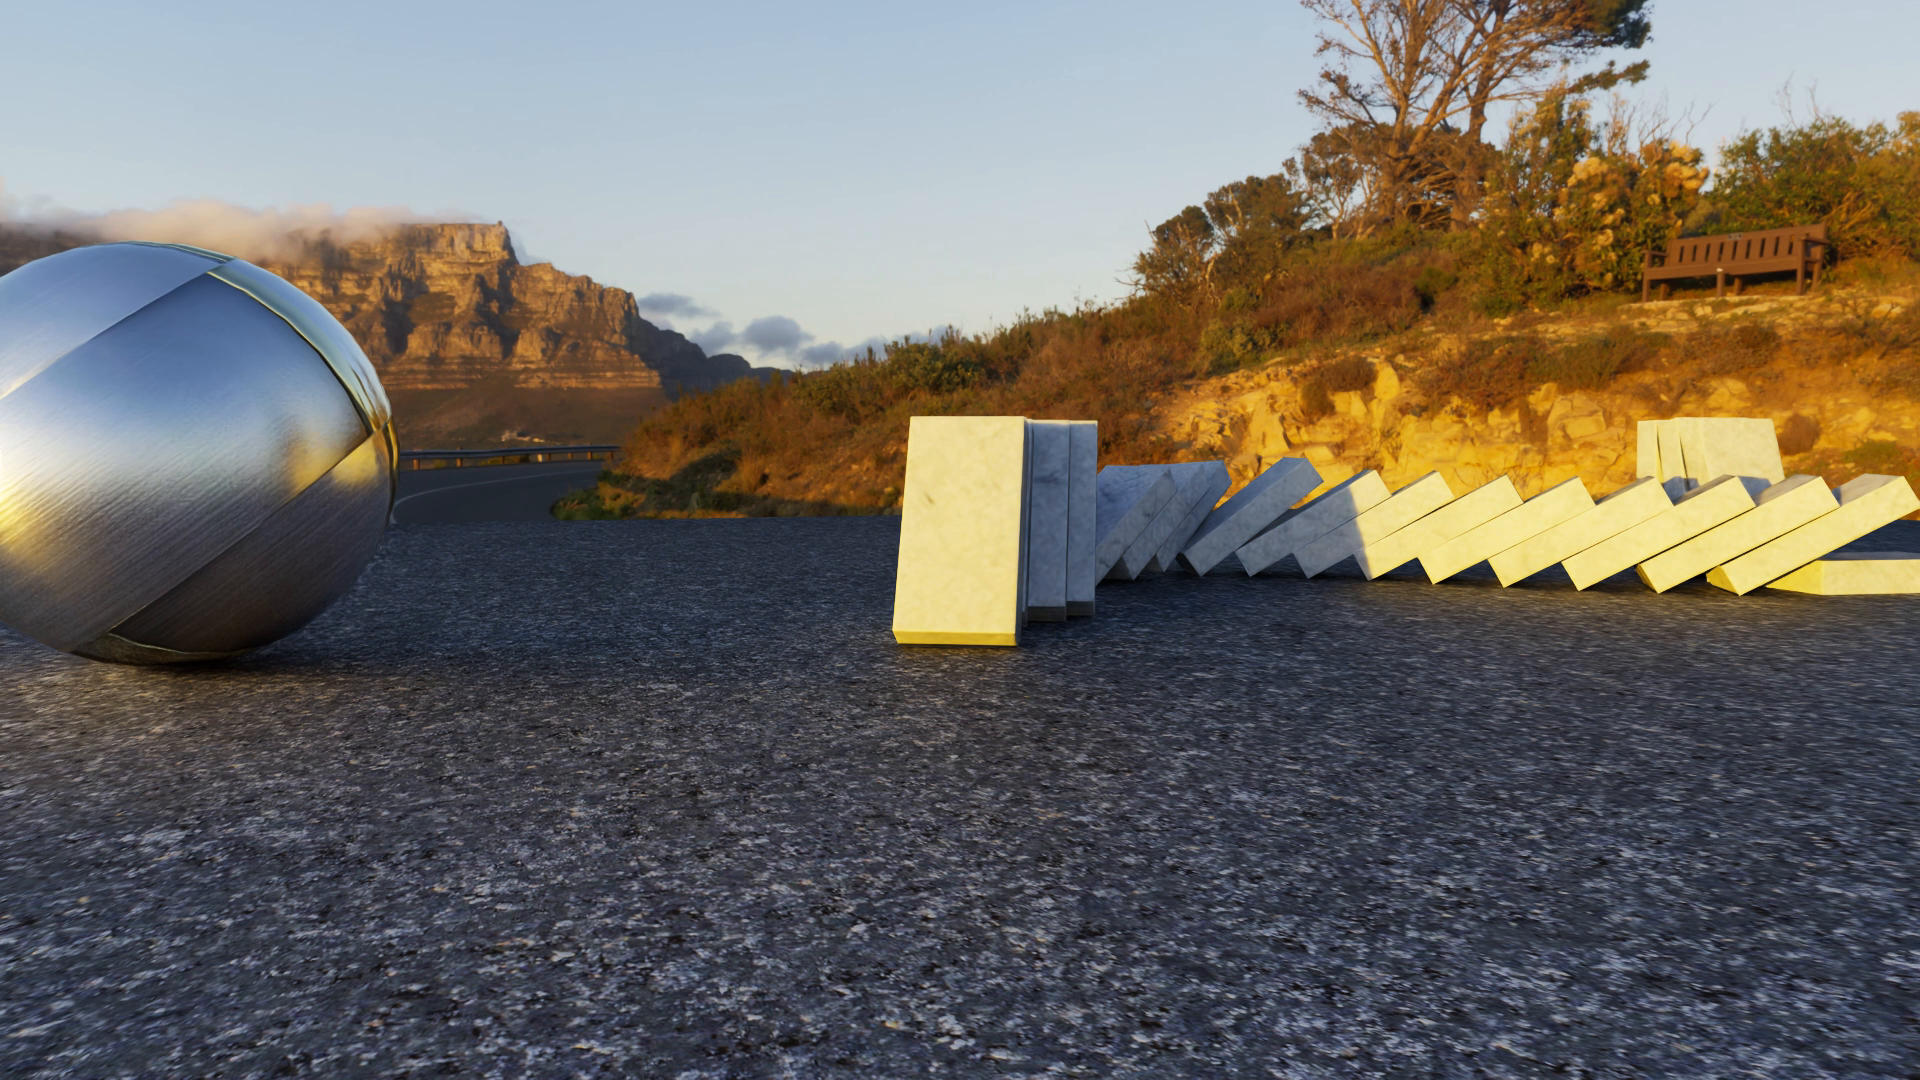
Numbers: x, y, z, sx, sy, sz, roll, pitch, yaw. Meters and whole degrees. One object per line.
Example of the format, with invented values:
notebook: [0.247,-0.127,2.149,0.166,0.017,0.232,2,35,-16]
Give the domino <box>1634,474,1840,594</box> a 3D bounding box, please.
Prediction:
domino: [0.221,-0.002,0.369,0.050,0.009,0.025,-31,-6,19]

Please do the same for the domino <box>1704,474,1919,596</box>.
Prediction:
domino: [0.240,-0.002,0.366,0.050,0.009,0.025,-31,-4,15]

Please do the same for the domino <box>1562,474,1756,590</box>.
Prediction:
domino: [0.202,-0.002,0.374,0.050,0.010,0.025,-31,-8,23]

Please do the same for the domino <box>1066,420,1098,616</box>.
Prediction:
domino: [0.022,-0.006,0.326,0.025,0.050,0.010,1,-24,7]

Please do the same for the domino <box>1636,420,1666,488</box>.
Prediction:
domino: [0.239,-0.015,0.426,0.025,0.050,0.009,-1,3,-7]

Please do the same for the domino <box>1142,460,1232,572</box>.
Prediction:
domino: [0.068,-0.008,0.430,0.025,0.010,0.050,-2,35,45]

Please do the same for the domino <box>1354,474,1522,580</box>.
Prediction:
domino: [0.149,-0.004,0.401,0.050,0.009,0.025,-31,-8,22]

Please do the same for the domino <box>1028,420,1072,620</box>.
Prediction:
domino: [0.014,-0.005,0.316,0.025,0.050,0.009,1,-24,7]

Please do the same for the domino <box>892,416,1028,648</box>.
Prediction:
domino: [0.001,-0.002,0.274,0.025,0.050,0.009,1,-24,7]

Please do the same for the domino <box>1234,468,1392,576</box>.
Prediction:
domino: [0.113,-0.006,0.416,0.050,0.009,0.025,-31,-2,11]

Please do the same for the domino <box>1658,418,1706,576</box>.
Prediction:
domino: [0.241,-0.014,0.412,0.025,0.050,0.010,0,-8,-6]

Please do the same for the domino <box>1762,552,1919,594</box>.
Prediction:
domino: [0.266,0.010,0.378,0.050,0.010,0.025,-1,4,-9]

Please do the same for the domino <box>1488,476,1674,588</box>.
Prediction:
domino: [0.184,-0.003,0.383,0.050,0.009,0.025,-31,-8,22]

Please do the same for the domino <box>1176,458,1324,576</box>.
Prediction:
domino: [0.093,-0.008,0.423,0.050,0.009,0.025,-38,5,0]

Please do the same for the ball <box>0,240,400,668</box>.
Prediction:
ball: [-0.150,-0.016,0.244,0.080,0.080,0.080,0,4,0]

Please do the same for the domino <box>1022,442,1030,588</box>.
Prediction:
domino: [0.002,-0.004,0.296,0.025,0.050,0.009,1,-24,7]

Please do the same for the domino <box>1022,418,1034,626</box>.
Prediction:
domino: [0.004,-0.005,0.306,0.025,0.050,0.009,0,-24,7]

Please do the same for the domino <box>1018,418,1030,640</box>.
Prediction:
domino: [0.002,-0.003,0.285,0.025,0.050,0.009,1,-24,7]

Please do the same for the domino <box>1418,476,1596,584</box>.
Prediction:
domino: [0.166,-0.003,0.392,0.050,0.010,0.025,-30,-8,23]

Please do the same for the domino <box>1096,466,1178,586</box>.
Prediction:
domino: [0.044,-0.005,0.401,0.025,0.009,0.050,4,39,44]

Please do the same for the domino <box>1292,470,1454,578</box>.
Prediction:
domino: [0.131,-0.005,0.410,0.050,0.010,0.025,-31,-5,17]

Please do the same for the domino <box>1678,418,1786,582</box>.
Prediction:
domino: [0.243,-0.013,0.399,0.025,0.050,0.009,0,-15,-6]

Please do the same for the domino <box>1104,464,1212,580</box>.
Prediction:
domino: [0.057,-0.007,0.414,0.025,0.010,0.050,2,38,46]
